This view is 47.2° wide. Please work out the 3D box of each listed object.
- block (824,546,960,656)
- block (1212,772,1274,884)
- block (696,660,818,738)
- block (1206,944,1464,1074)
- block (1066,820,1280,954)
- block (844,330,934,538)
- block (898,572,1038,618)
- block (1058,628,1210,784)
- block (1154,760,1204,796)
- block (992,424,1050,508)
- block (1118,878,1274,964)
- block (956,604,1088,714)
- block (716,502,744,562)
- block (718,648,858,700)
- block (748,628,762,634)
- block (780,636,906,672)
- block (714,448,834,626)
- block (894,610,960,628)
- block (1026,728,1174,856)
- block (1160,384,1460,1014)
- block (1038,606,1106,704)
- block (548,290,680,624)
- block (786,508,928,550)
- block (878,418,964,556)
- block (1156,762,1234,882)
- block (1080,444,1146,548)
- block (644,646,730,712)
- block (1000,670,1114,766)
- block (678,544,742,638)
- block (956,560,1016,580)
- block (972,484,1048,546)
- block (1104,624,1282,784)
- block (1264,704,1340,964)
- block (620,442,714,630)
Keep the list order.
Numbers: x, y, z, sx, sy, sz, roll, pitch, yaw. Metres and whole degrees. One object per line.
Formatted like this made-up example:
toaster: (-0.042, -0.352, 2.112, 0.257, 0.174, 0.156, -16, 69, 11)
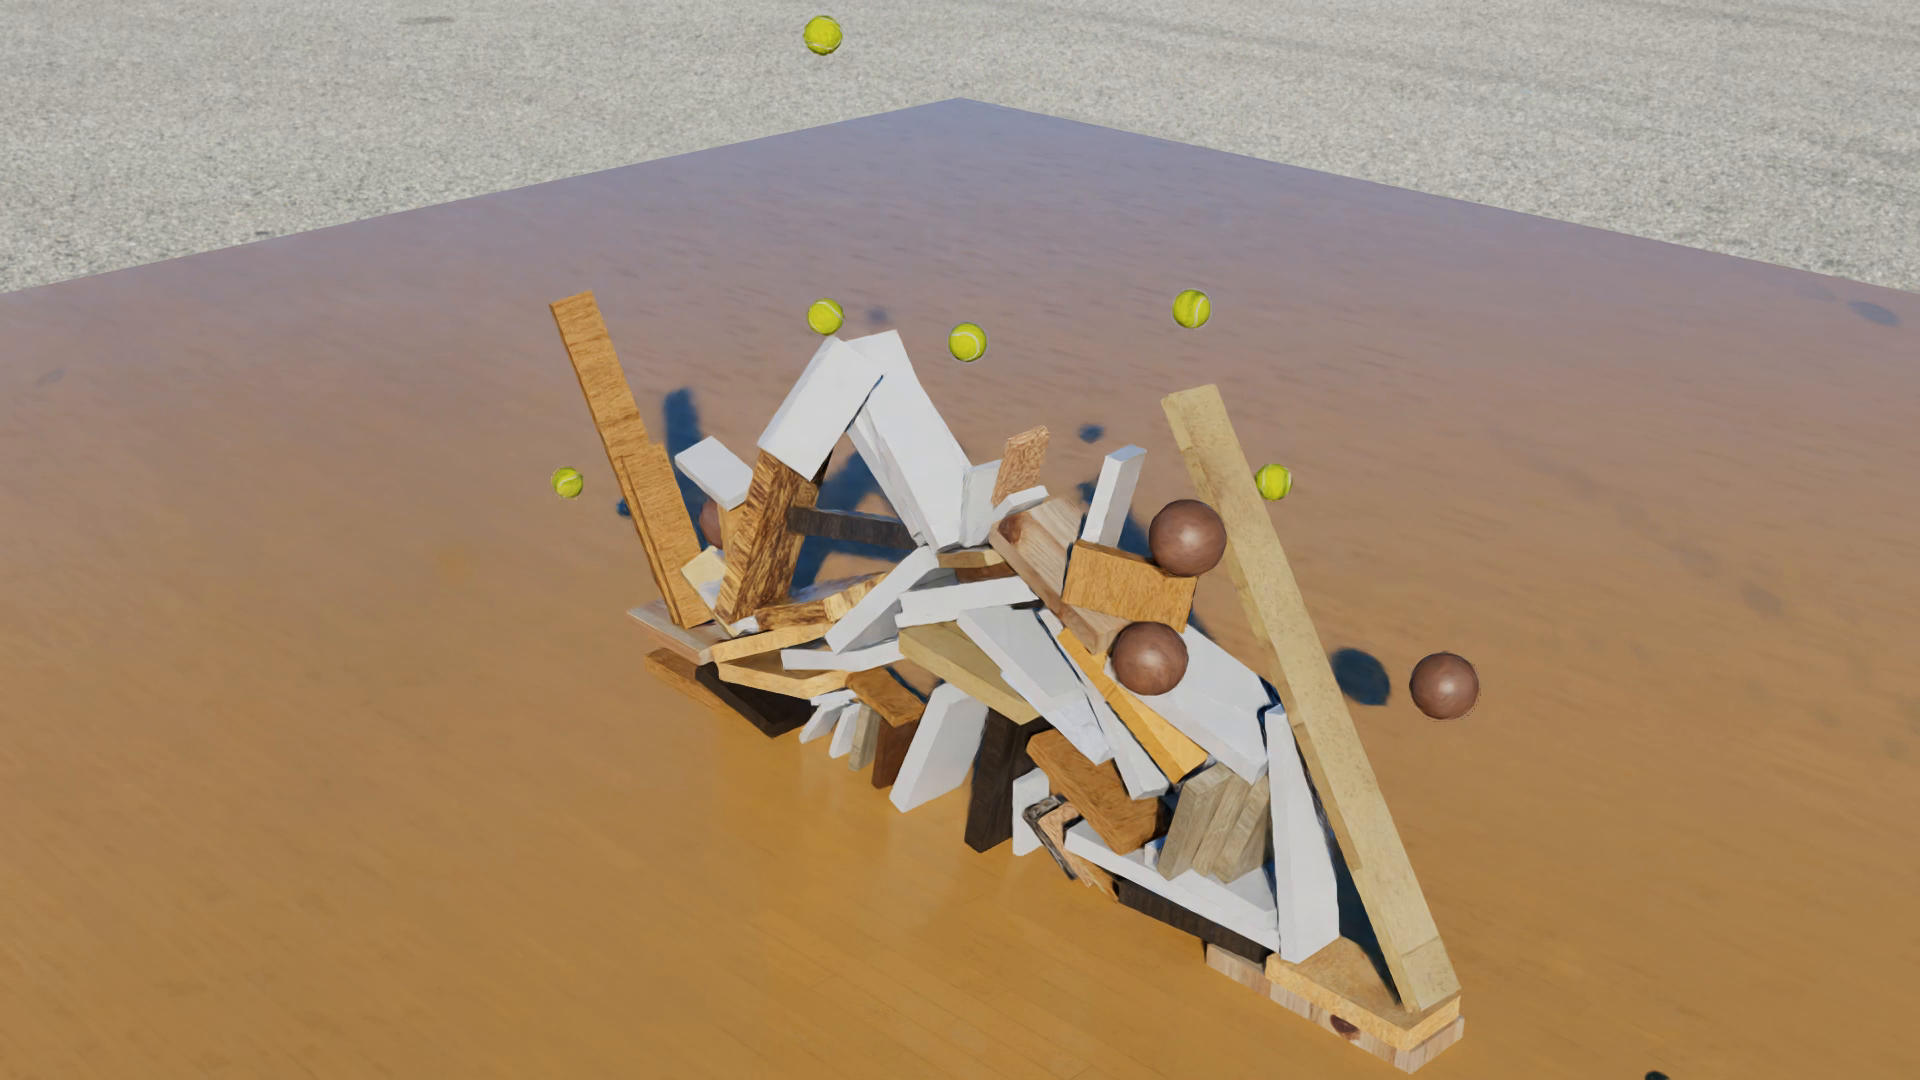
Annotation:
block: (-0.109, 0.107, 4.392, 0.174, 0.347, 0.049, -17, 71, -46)
block: (0.535, 0.489, 3.861, 0.122, 0.245, 0.035, -17, 48, -42)
block: (-0.449, 0.335, 4.853, 0.132, 0.037, 0.264, -21, 43, -41)
block: (0.651, 0.788, 3.850, 0.149, 0.042, 0.445, -20, 30, -39)
block: (0.425, 0.612, 4.021, 0.481, 0.041, 0.144, 22, 29, 37)
block: (-0.109, -0.211, 4.297, 0.126, 0.410, 0.036, -16, -14, -27)
block: (0.064, 0.086, 4.170, 0.342, 0.048, 0.171, -9, 7, 45)
block: (0.342, 0.256, 3.925, 0.167, 0.047, 0.334, -30, 75, -35)
block: (0.383, 0.344, 3.986, 0.118, 0.263, 0.034, -40, 8, -36)
block: (0.111, -0.132, 4.024, 0.082, 0.164, 0.023, -23, 56, -31)
block: (0.454, 0.666, 4.006, 0.299, 0.042, 0.149, 19, 27, 33)
block: (0.129, 0.208, 4.128, 0.132, 0.037, 0.264, -18, 50, -39)
block: (-0.453, -0.037, 4.588, 0.096, 0.192, 0.027, -32, 55, -24)
block: (-0.373, 0.285, 4.752, 0.144, 0.041, 0.322, -16, 15, -38)
block: (-0.472, 0.170, 4.847, 0.099, 0.014, 0.050, 35, 33, 31)
block: (-0.235, 0.235, 4.598, 0.144, 0.041, 0.287, -14, 7, -37)
block: (-0.381, -0.046, 4.565, 0.048, 0.498, 0.171, 40, 41, 24)
block: (-0.024, 0.136, 4.316, 0.190, 0.027, 0.095, -9, 9, 33)
block: (0.267, 0.460, 4.129, 0.144, 0.041, 0.287, -14, 48, -38)
block: (0.587, 0.254, 3.703, 0.110, 1.099, 0.031, -15, -9, -40)
block: (0.234, 0.184, 4.006, 0.102, 0.203, 0.029, -41, 13, -36)
block: (-0.731, -0.183, 4.910, 0.096, 0.763, 0.027, -22, 4, -22)
block: (-0.164, -0.021, 4.487, 0.347, 0.049, 0.174, 8, 4, 36)
block: (-0.047, -0.105, 4.227, 0.126, 0.036, 0.252, -19, 74, -29)
block: (0.421, 0.489, 3.855, 0.118, 0.237, 0.034, -25, 53, -33)
block: (0.262, -0.053, 3.862, 0.031, 0.221, 0.110, 24, 23, 21)
block: (-0.581, 0.304, 4.979, 0.264, 0.037, 0.132, 25, 33, 39)
block: (0.213, 0.302, 4.110, 0.132, 0.037, 0.264, -21, 53, -41)
block: (-0.529, 0.115, 4.896, 0.096, 0.193, 0.027, -39, 4, -20)
block: (0.094, 0.041, 4.135, 0.102, 0.029, 0.203, -18, 6, -39)
block: (0.092, -0.045, 4.081, 0.082, 0.164, 0.023, -17, 72, -33)
block: (0.433, 0.270, 3.835, 0.334, 0.047, 0.167, 37, 51, 23)
block: (0.591, 0.494, 3.787, 0.122, 0.463, 0.035, -21, 22, -41)
block: (-0.641, -0.009, 4.902, 0.096, 0.410, 0.027, -21, 3, -22)
